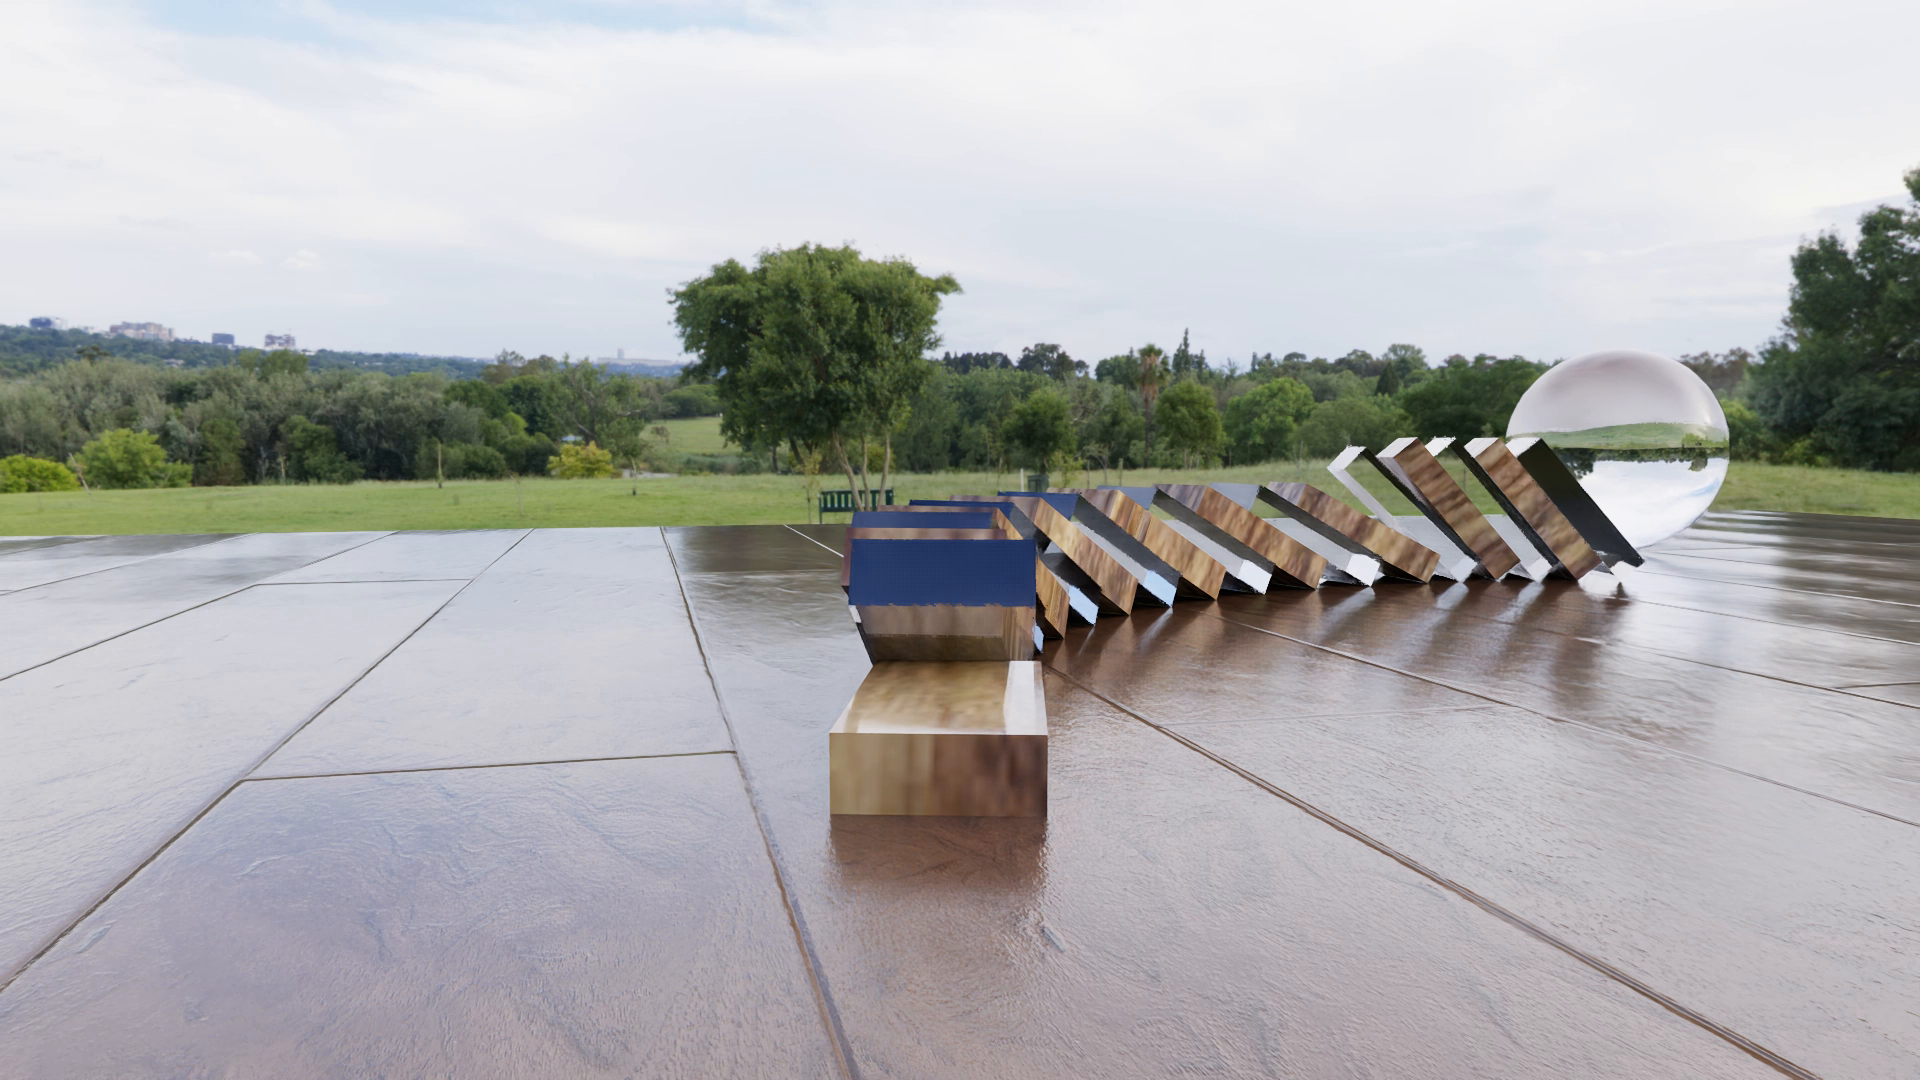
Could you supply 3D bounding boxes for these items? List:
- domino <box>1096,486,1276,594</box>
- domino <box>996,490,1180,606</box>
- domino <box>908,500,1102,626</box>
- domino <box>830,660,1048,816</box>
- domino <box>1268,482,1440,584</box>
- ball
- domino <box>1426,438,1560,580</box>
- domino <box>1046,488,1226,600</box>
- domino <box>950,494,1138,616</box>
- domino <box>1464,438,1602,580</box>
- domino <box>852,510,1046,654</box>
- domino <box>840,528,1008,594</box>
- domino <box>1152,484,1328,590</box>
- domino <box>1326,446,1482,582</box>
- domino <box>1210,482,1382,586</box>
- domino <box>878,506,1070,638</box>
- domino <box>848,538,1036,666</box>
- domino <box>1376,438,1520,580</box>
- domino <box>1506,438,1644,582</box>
[{"bbox_3d":[0.063,0.000,0.362,0.050,0.010,0.025,29,-12,-31],"label":"domino"},{"bbox_3d":[0.032,0.003,0.328,0.025,0.010,0.050,4,-21,42],"label":"domino"},{"bbox_3d":[0.010,0.006,0.288,0.025,0.010,0.050,3,-21,30],"label":"domino"},{"bbox_3d":[-0.001,0.025,0.172,0.025,0.009,0.050,0,4,3],"label":"domino"},{"bbox_3d":[0.120,-0.003,0.399,0.050,0.010,0.025,26,-1,-12],"label":"domino"},{"bbox_3d":[0.258,-0.036,0.507,0.080,0.080,0.080,0,4,0],"label":"ball"},{"bbox_3d":[0.169,-0.011,0.413,0.010,0.050,0.025,-40,0,7],"label":"domino"},{"bbox_3d":[0.047,0.001,0.345,0.050,0.009,0.025,31,-17,-39],"label":"domino"},{"bbox_3d":[0.020,0.004,0.309,0.025,0.009,0.050,3,-21,37],"label":"domino"},{"bbox_3d":[0.181,-0.010,0.411,0.010,0.050,0.025,-40,0,7],"label":"domino"},{"bbox_3d":[-0.001,0.009,0.243,0.025,0.010,0.050,1,-22,16],"label":"domino"},{"bbox_3d":[-0.002,0.011,0.220,0.025,0.009,0.050,1,-20,8],"label":"domino"},{"bbox_3d":[0.080,-0.001,0.375,0.050,0.009,0.025,28,-9,-27],"label":"domino"},{"bbox_3d":[0.141,-0.009,0.409,0.050,0.010,0.025,44,6,0],"label":"domino"},{"bbox_3d":[0.100,-0.002,0.387,0.050,0.010,0.025,27,-7,-23],"label":"domino"},{"bbox_3d":[0.003,0.007,0.266,0.025,0.009,0.050,2,-22,23],"label":"domino"},{"bbox_3d":[-0.001,0.013,0.196,0.025,0.010,0.050,0,-20,3],"label":"domino"},{"bbox_3d":[0.156,-0.011,0.412,0.010,0.050,0.025,-40,0,7],"label":"domino"},{"bbox_3d":[0.193,-0.010,0.409,0.009,0.050,0.025,-40,0,7],"label":"domino"}]
